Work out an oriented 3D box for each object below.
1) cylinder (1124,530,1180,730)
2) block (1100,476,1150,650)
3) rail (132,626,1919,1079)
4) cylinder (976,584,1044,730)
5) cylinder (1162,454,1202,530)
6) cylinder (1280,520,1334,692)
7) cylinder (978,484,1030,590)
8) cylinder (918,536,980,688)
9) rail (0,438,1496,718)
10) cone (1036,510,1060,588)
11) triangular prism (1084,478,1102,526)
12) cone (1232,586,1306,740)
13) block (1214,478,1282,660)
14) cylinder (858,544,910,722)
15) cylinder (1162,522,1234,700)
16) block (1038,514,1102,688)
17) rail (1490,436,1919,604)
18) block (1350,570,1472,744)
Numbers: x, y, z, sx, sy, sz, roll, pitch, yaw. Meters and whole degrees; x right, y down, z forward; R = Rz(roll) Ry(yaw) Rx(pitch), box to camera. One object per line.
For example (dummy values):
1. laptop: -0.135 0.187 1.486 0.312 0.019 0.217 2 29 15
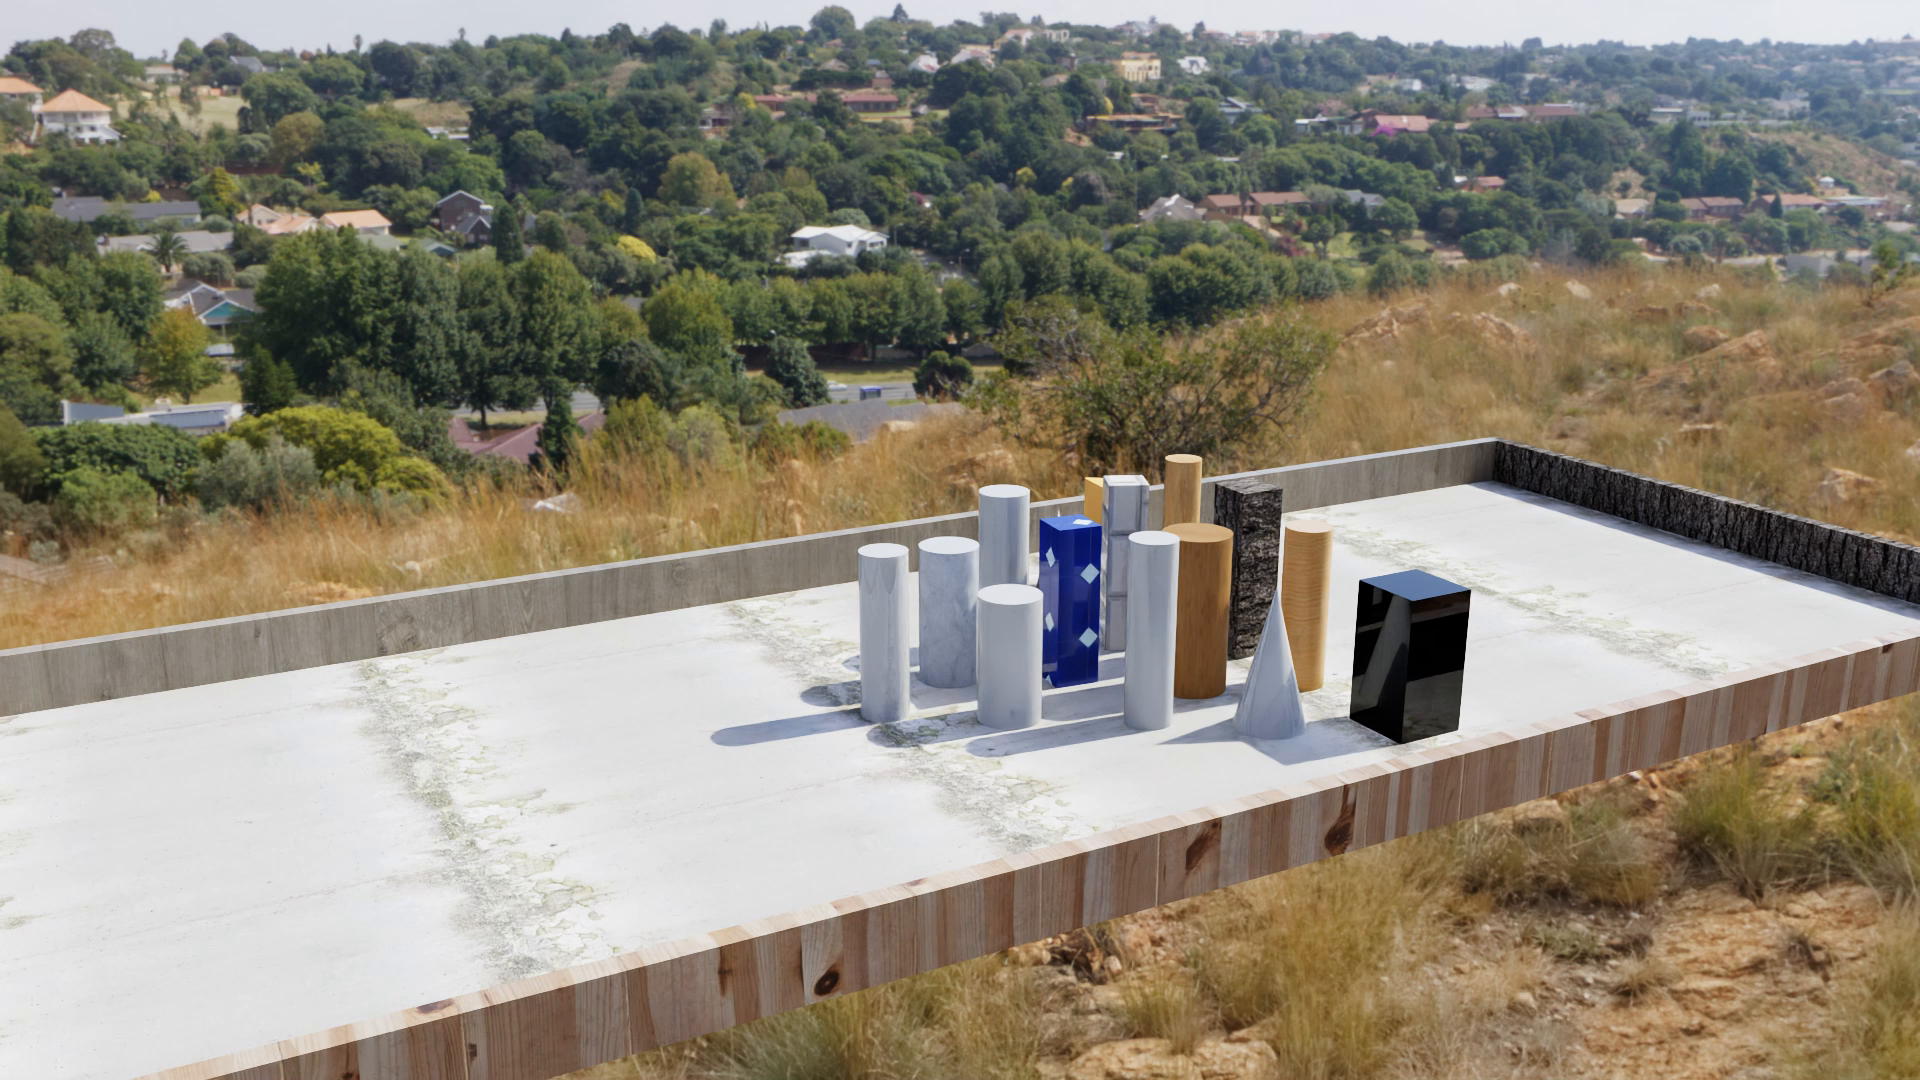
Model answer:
1. cylinder: 0.444 0.211 3.835 0.117 0.451 0.117 0 16 0
2. block: 0.431 0.060 4.353 0.104 0.449 0.104 -1 16 -4
3. rail: -2.336 1.006 1.665 12.000 0.150 0.050 -9 18 -27
4. cylinder: 0.117 0.274 3.876 0.154 0.308 0.154 0 16 0
5. cylinder: 0.608 -0.002 4.548 0.100 0.458 0.100 0 16 0
6. cylinder: 0.852 0.162 4.077 0.117 0.409 0.117 0 16 0
7. cylinder: 0.115 0.075 4.349 0.133 0.423 0.133 0 16 0
8. cylinder: -0.027 0.180 4.120 0.151 0.350 0.151 0 16 0
9. rail: -3.305 0.497 3.399 12.000 0.150 0.050 -9 18 -27
10. cone: 0.272 0.062 4.595 0.165 0.309 0.165 0 16 0
11. triangular prism: 0.424 -0.023 4.882 0.134 0.311 0.154 13 21 36
12. cone: 0.726 0.270 3.826 0.172 0.343 0.172 0 16 0
13. block: 0.744 0.075 4.309 0.123 0.446 0.123 -8 18 -27
14. cylinder: -0.178 0.219 3.887 0.118 0.407 0.118 0 16 0
15. cylinder: 0.576 0.173 4.055 0.171 0.400 0.171 0 16 0
16. block: 0.272 0.152 4.113 0.114 0.408 0.114 -7 18 -21
17. rail: 2.466 -0.048 5.253 0.050 0.150 2.100 -9 18 -27
18. block: 1.043 0.268 3.831 0.176 0.346 0.176 -9 18 -27
